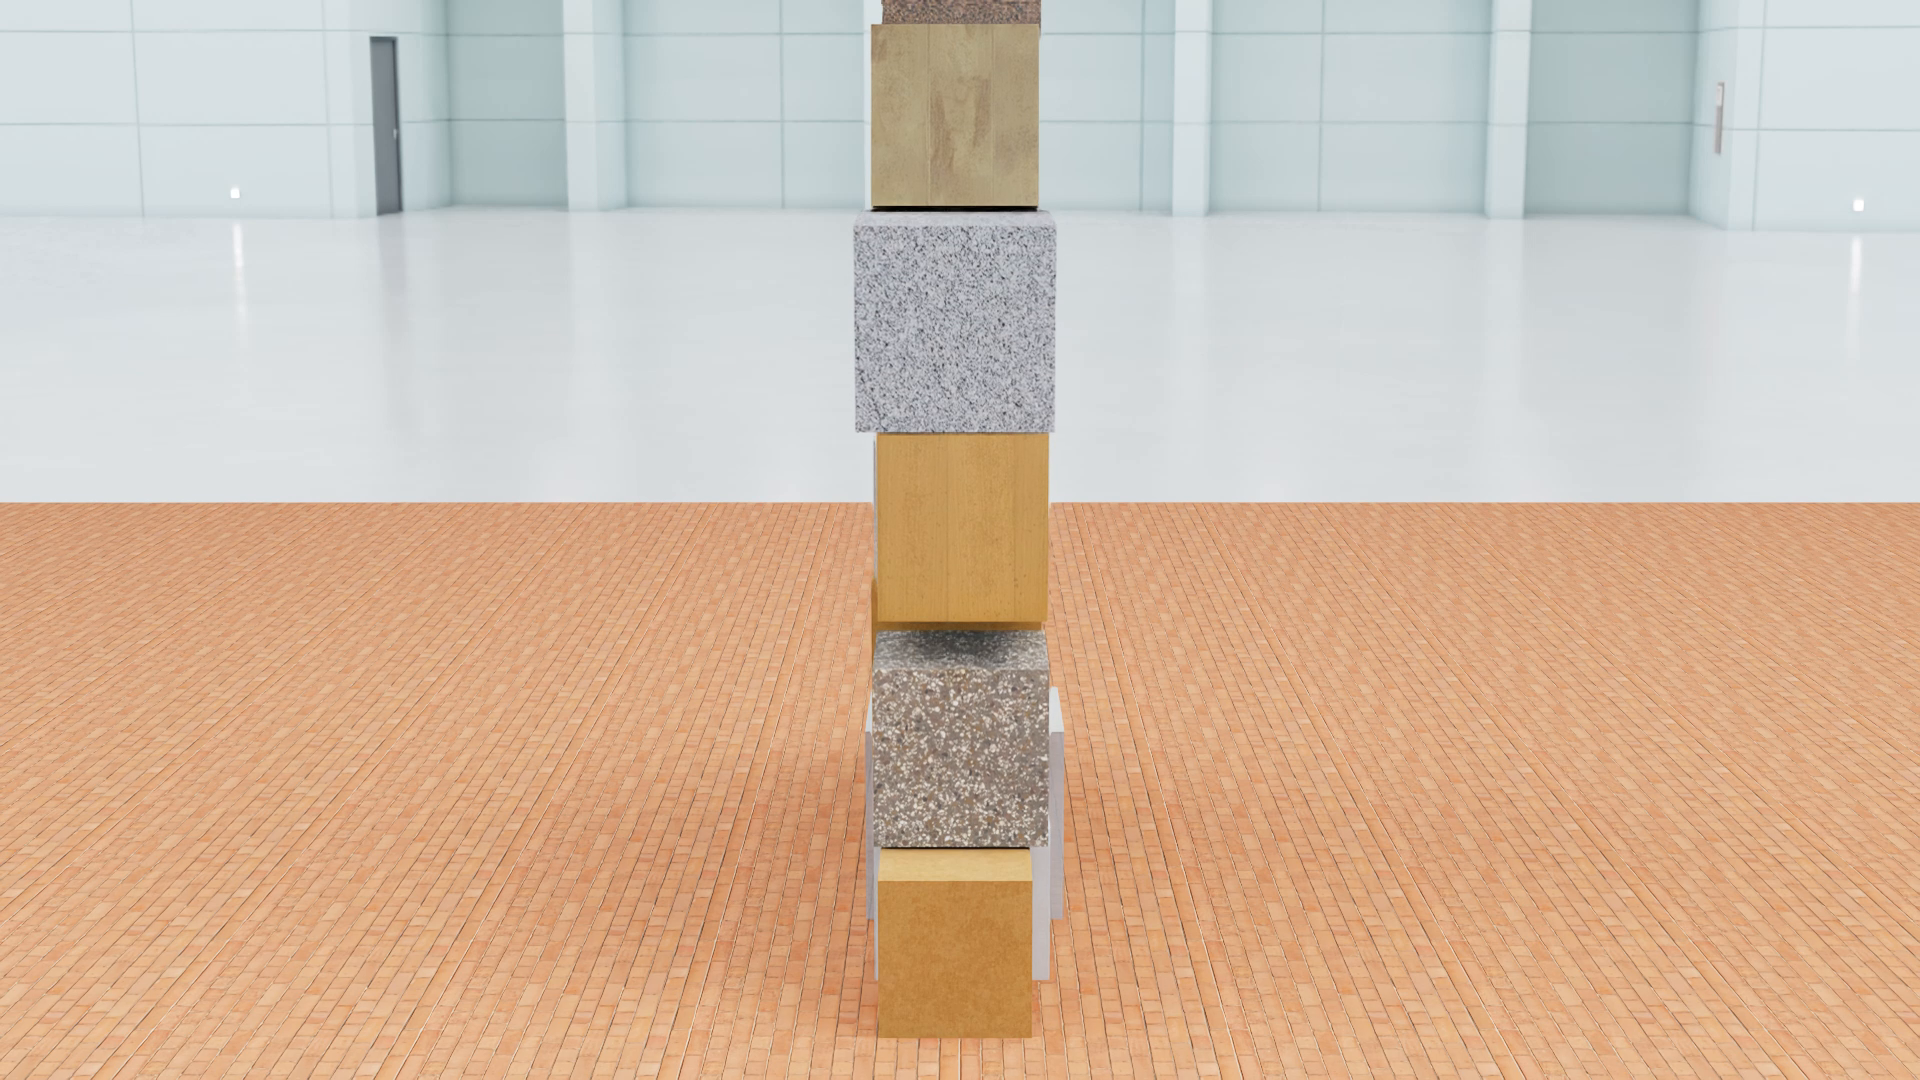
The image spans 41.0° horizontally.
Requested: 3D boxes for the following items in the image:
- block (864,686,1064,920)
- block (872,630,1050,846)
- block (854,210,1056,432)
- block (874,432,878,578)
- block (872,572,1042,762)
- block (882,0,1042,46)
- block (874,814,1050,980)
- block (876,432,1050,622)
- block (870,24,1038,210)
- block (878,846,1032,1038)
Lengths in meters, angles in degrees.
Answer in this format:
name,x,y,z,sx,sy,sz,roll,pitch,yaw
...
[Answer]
name,x,y,z,sx,sy,sz,roll,pitch,yaw
block,0.019,1.124,11.106,0.828,0.814,0.788,0,10,0
block,0.004,0.759,9.928,0.662,0.696,0.578,0,13,0
block,-0.018,-0.841,9.693,0.732,0.753,0.769,0,12,0
block,-0.013,-0.192,10.427,0.656,0.557,0.584,0,14,0
block,-0.013,0.459,10.485,0.673,0.730,0.631,0,15,0
block,0.006,-2.358,10.481,0.631,0.696,0.657,0,3,0
block,0.008,1.354,10.367,0.686,0.627,0.728,0,10,0
block,0.011,-0.113,9.791,0.632,0.705,0.673,0,12,0
block,-0.019,-1.646,10.149,0.642,0.690,0.649,0,3,0
block,-0.018,1.486,9.705,0.565,0.603,0.602,0,10,0
